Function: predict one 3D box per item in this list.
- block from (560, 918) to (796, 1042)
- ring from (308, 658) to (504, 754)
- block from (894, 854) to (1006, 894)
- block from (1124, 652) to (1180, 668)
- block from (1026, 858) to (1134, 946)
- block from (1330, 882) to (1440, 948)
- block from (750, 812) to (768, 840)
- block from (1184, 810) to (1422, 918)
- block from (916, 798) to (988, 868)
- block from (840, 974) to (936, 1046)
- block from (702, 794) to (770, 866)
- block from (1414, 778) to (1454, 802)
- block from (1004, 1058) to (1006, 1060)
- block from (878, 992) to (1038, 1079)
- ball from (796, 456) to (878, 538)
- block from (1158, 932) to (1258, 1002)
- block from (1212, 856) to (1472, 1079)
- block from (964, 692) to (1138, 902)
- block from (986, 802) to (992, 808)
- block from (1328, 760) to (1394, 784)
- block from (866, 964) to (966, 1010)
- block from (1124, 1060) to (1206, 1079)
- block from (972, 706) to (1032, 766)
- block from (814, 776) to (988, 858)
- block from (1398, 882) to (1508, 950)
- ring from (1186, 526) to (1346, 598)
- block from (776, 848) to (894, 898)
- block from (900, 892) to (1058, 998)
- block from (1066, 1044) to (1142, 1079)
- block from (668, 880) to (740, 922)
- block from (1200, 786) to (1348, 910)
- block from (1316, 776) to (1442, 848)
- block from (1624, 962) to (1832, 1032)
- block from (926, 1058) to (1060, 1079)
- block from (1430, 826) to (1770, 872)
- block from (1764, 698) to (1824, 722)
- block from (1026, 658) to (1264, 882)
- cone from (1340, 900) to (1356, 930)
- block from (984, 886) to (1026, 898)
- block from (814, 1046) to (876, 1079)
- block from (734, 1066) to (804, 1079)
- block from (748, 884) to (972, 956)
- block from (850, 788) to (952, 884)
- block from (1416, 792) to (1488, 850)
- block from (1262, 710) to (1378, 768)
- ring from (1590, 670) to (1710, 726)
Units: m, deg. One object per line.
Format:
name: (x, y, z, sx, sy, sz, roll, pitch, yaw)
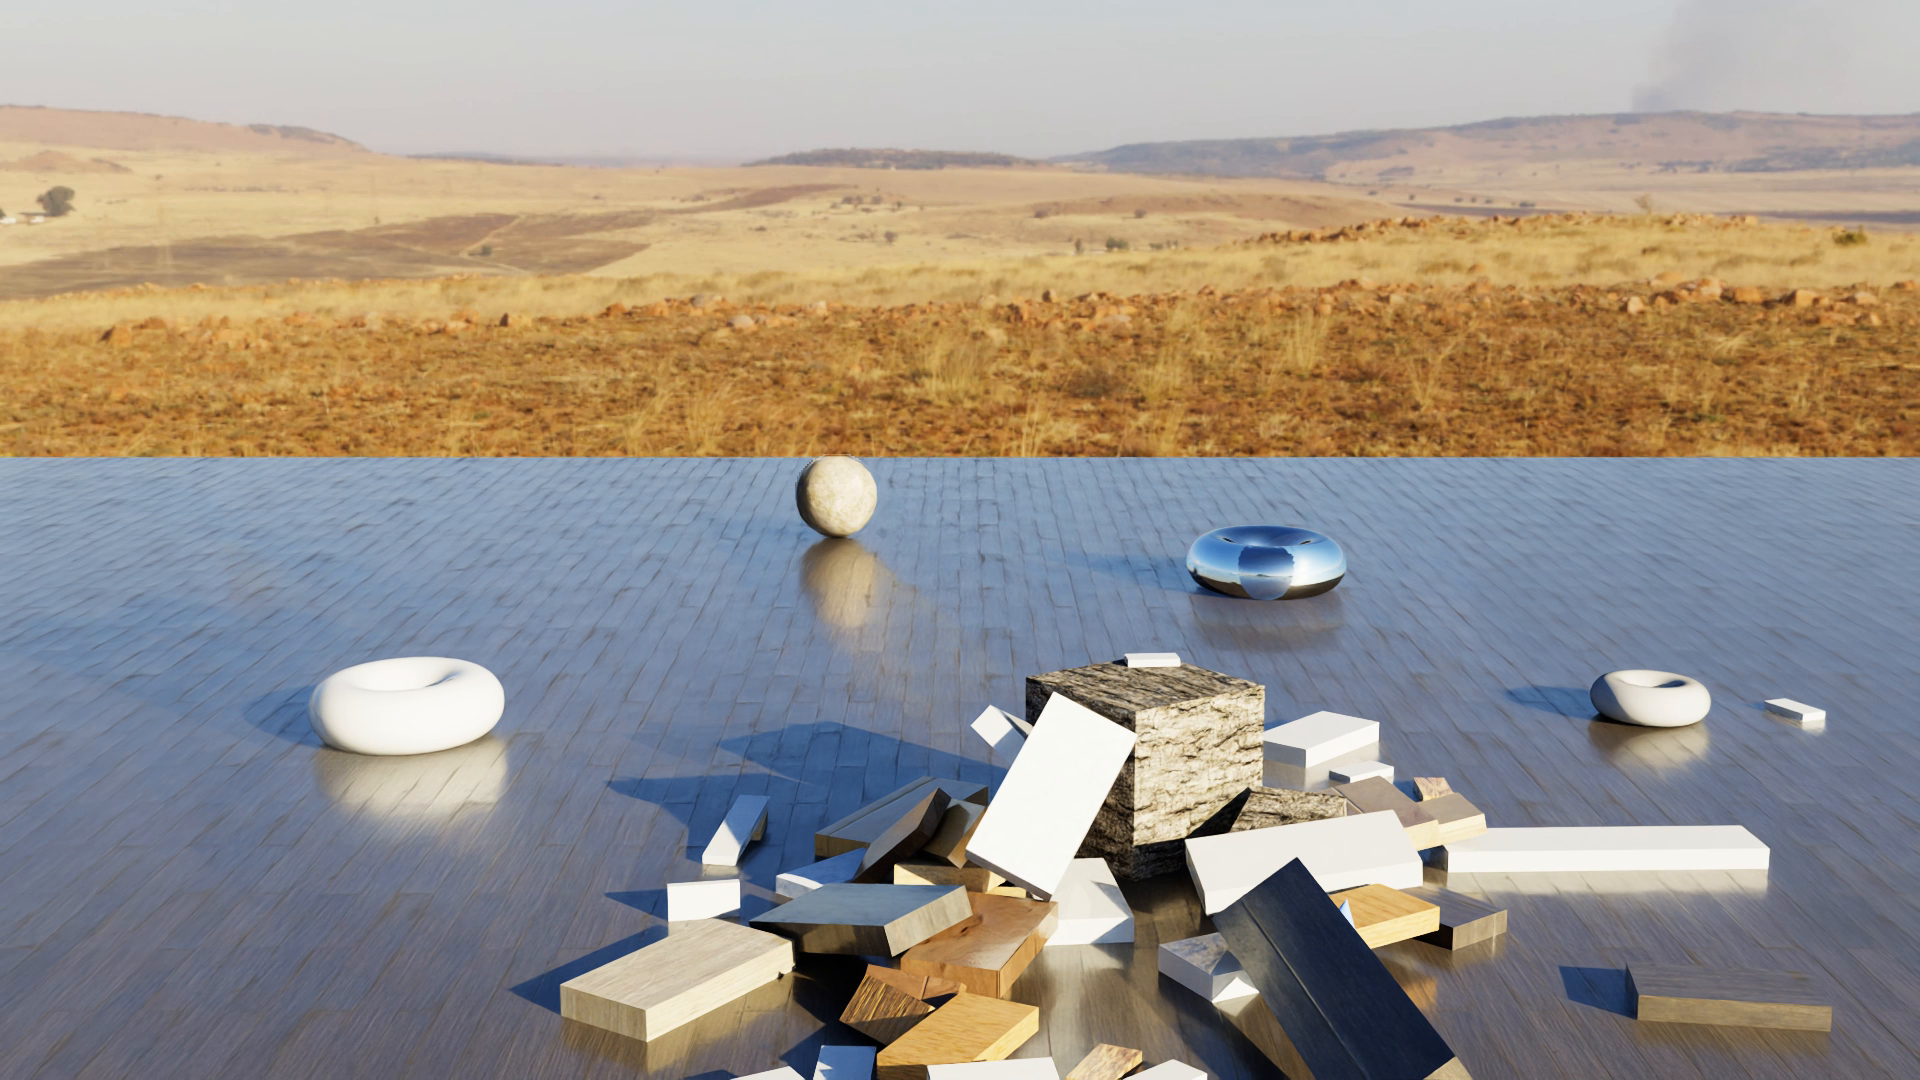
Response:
block: (-0.412, 0.645, 3.247, 0.166, 0.047, 0.331, 7, 13, 34)
ring: (-1.162, 0.347, 4.620, 0.403, 0.134, 0.403, -1, 12, 0)
block: (-0.005, 0.544, 3.623, 0.144, 0.041, 0.287, 1, -2, 12)
block: (0.350, 0.218, 4.003, 0.095, 0.013, 0.047, -1, 11, -5)
block: (0.187, 0.586, 3.579, 0.144, 0.041, 0.287, -1, 11, -6)
block: (0.591, 0.586, 3.367, 0.264, 0.037, 0.132, -7, 13, -33)
block: (-0.385, 0.520, 4.002, 0.058, 0.016, 0.115, 0, 11, 1)
block: (0.555, 0.523, 3.568, 0.351, 0.046, 0.162, -8, 24, -3)
block: (-0.014, 0.472, 3.561, 0.029, 0.102, 0.217, 42, -14, -13)
block: (-0.099, 0.665, 3.070, 0.150, 0.075, 0.021, 13, -24, 50)
block: (-0.398, 0.517, 3.933, 0.058, 0.016, 0.261, 2, 17, 8)
block: (0.908, 0.481, 4.212, 0.059, 0.017, 0.119, 0, 11, 2)
block: (-0.010, 0.725, 2.848, 0.119, 0.034, 0.238, 1, 11, 6)
block: (0.000, 0.673, 2.946, 0.119, 0.034, 0.238, 5, 12, 27)
ball: (-0.387, -0.136, 6.879, 0.256, 0.256, 0.256, 0, 11, 0)
block: (0.461, 0.631, 3.335, 0.287, 0.041, 0.144, -6, 12, -28)
block: (0.507, 0.620, 3.017, 0.160, 0.045, 0.628, -36, 18, 1)
block: (0.143, 0.399, 3.436, 0.149, 0.299, 0.042, 27, -26, 9)
block: (0.075, 0.454, 3.721, 0.046, 0.162, 0.324, 43, 2, 6)
block: (0.790, 0.458, 4.332, 0.119, 0.017, 0.059, -8, 13, -35)
block: (-0.071, 0.654, 3.121, 0.150, 0.075, 0.021, 5, -23, 27)
block: (0.263, 0.722, 2.911, 0.122, 0.017, 0.061, -9, 14, -41)
block: (0.125, 0.362, 3.652, 0.160, 0.045, 0.320, 44, 2, 16)
block: (-0.101, 0.508, 4.005, 0.138, 0.039, 0.400, 6, 12, 27)
block: (0.734, 0.593, 3.552, 0.132, 0.037, 0.264, -8, 13, -38)
ring: (0.853, 0.061, 6.125, 0.443, 0.148, 0.443, 0, 12, 0)
block: (-0.201, 0.567, 3.711, 0.102, 0.029, 0.203, 9, 14, 42)
block: (0.034, 0.599, 3.273, 0.149, 0.042, 0.299, 4, 11, 18)
block: (0.194, 0.713, 2.959, 0.061, 0.017, 0.122, 5, 12, 25)
block: (-0.414, 0.582, 3.554, 0.115, 0.058, 0.016, -2, 11, -11)
block: (0.530, 0.522, 3.689, 0.162, 0.046, 0.324, 5, 26, 24)
block: (0.722, 0.484, 3.851, 0.138, 0.039, 0.275, -14, 12, -7)
block: (1.110, 0.660, 3.188, 0.264, 0.037, 0.132, 2, 11, 9)
block: (0.062, 0.734, 2.646, 0.160, 0.045, 0.320, -2, 19, -9)
block: (1.114, 0.539, 3.844, 0.557, 0.036, 0.128, 0, 11, -2)
block: (1.822, 0.371, 4.803, 0.059, 0.017, 0.119, -4, 11, -22)
block: (0.325, 0.395, 3.903, 0.298, 0.298, 0.298, -8, 13, -36)
cone: (0.550, 0.585, 3.199, 0.131, 0.131, 0.131, 14, -19, 5)
block: (0.017, 0.611, 3.438, 0.149, 0.042, 0.299, 1, 11, 6)
block: (-0.155, 0.716, 2.934, 0.075, 0.021, 0.150, 0, 11, 2)
block: (-0.172, 0.759, 2.629, 0.166, 0.047, 0.501, -6, 12, -29)
block: (-0.155, 0.576, 3.348, 0.166, 0.047, 0.331, -20, 7, -42)
block: (-0.098, 0.496, 3.626, 0.203, 0.029, 0.102, -44, 10, 39)
block: (0.779, 0.509, 3.863, 0.256, 0.036, 0.128, -13, 12, -5)
block: (0.731, 0.410, 4.533, 0.138, 0.039, 0.275, 9, 14, 41)
ring: (1.499, 0.343, 4.778, 0.251, 0.084, 0.251, 1, 10, 0)
